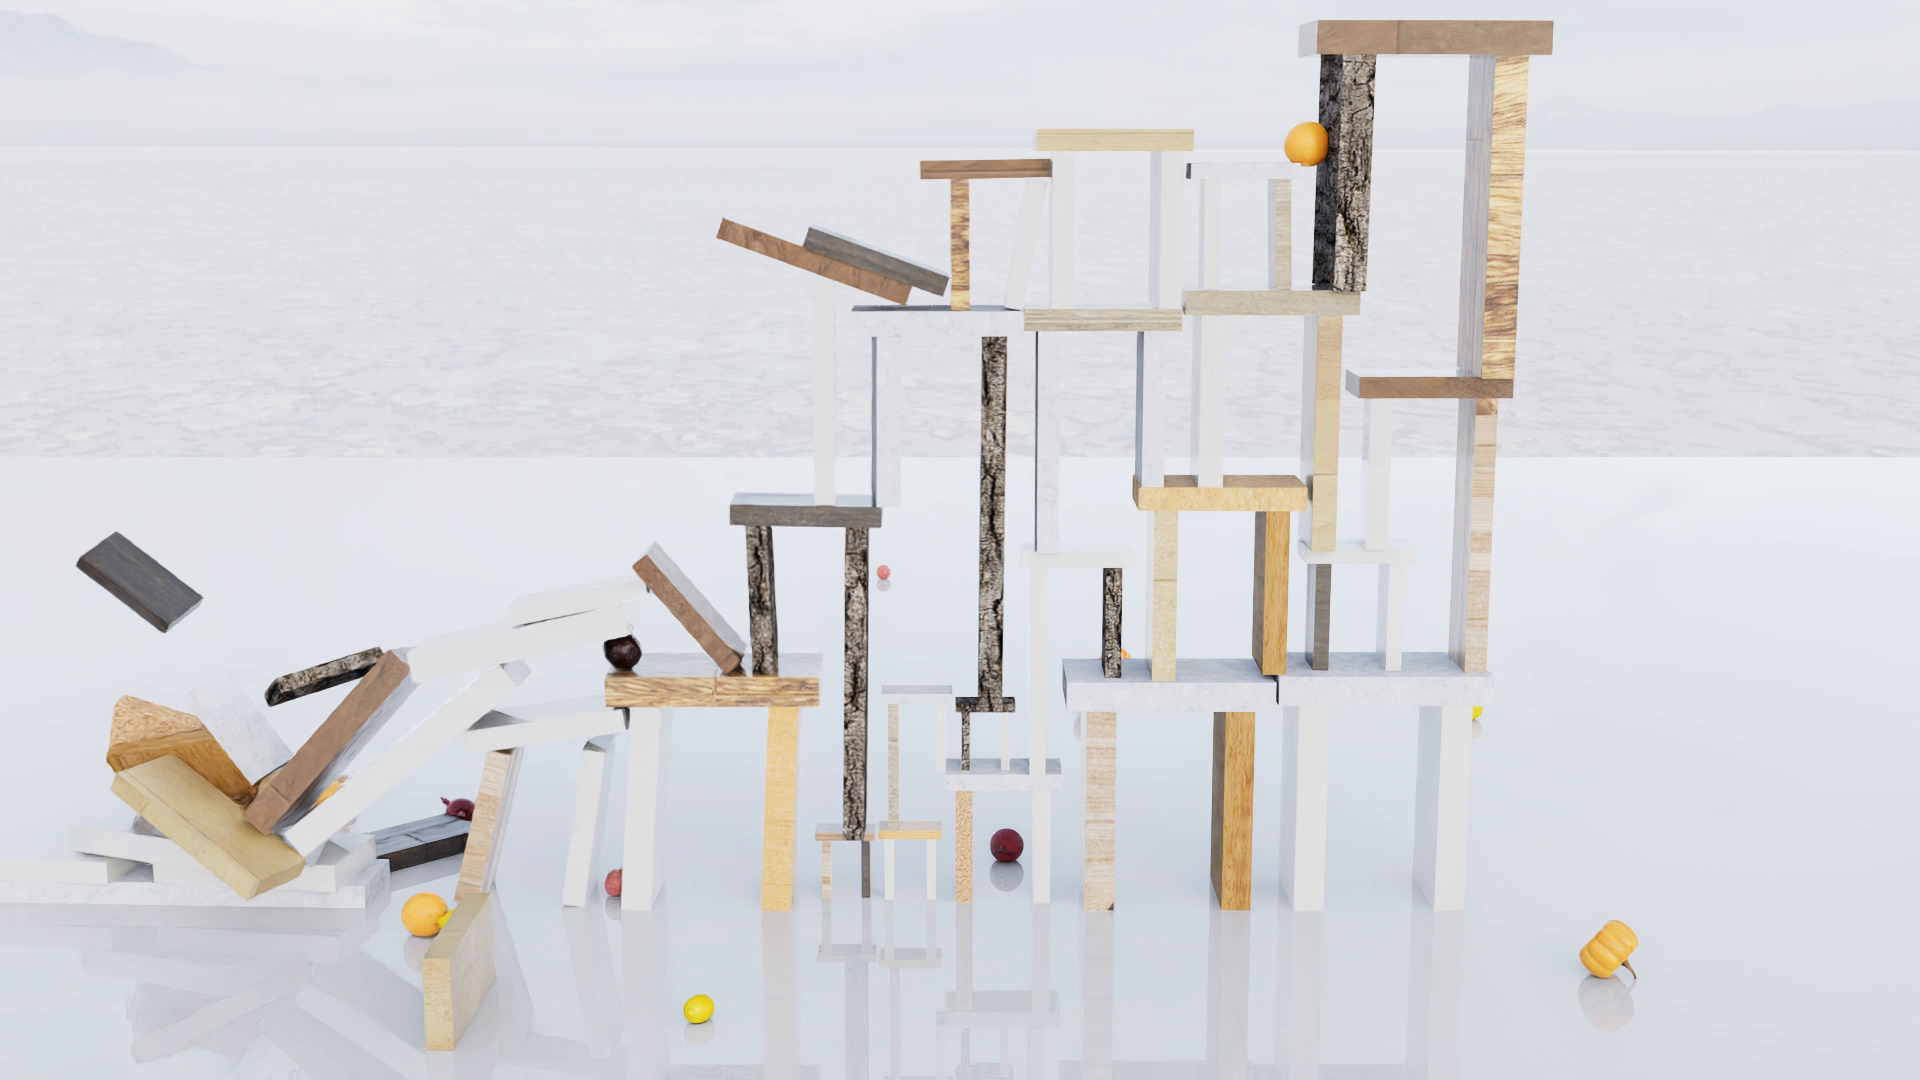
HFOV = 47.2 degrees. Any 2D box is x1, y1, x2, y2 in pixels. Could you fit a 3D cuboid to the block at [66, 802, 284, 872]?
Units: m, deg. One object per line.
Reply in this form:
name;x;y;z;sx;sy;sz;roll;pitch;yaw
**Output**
block;-1.300;0.487;3.647;0.316;0.045;0.158;4;12;22

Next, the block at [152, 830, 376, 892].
block;-1.155;0.530;3.659;0.316;0.045;0.158;1;11;9

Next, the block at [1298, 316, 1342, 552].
block;0.577;-0.178;3.528;0.039;0.375;0.136;0;11;0

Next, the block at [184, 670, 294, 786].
block;-1.179;0.307;3.598;0.026;0.181;0.090;-37;2;27

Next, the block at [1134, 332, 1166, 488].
block;0.305;-0.216;3.519;0.035;0.247;0.123;0;11;-1

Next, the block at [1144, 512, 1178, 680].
block;0.327;0.078;3.574;0.038;0.277;0.133;0;11;0

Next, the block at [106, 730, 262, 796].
block;-1.289;0.380;3.651;0.231;0.116;0.033;-10;30;17

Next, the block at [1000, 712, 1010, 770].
block;0.075;0.326;3.625;0.014;0.098;0.049;0;11;0

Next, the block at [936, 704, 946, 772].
block;-0.032;0.318;3.615;0.016;0.116;0.058;0;11;0

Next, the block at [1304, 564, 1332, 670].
block;0.583;0.117;3.585;0.025;0.176;0.088;0;11;0

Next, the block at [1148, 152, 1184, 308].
block;0.324;-0.490;3.466;0.034;0.242;0.121;-1;11;-3

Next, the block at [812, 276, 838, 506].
block;-0.216;-0.241;3.513;0.033;0.356;0.115;0;11;-1

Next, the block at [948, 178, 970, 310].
block;-0.002;-0.469;3.479;0.029;0.203;0.102;-1;11;-2

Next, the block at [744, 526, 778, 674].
block;-0.321;0.086;3.571;0.034;0.241;0.121;-2;11;-1

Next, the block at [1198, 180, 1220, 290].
block;0.394;-0.484;3.473;0.024;0.170;0.085;0;11;1

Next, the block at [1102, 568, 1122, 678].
block;0.247;0.125;3.579;0.026;0.182;0.091;0;11;0

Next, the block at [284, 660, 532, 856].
block;-0.901;0.345;3.610;0.439;0.050;0.175;-38;7;1

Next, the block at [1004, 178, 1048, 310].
block;0.102;-0.470;3.476;0.029;0.203;0.102;10;10;-3

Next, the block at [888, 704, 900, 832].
block;-0.109;0.367;3.624;0.016;0.216;0.058;0;11;0

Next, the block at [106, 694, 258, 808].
block;-1.298;0.354;3.690;0.248;0.124;0.035;17;27;-2

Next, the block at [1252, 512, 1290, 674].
block;0.505;0.073;3.573;0.038;0.266;0.133;0;11;0

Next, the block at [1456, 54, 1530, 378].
block;0.839;-0.511;3.472;0.051;0.494;0.179;0;11;0

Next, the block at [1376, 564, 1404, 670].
block;0.701;0.117;3.585;0.025;0.176;0.088;0;11;0

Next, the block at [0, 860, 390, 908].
block;-1.348;0.569;3.679;0.757;0.038;0.134;0;11;3

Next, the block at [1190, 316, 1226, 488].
block;0.396;-0.229;3.520;0.039;0.272;0.136;0;11;0

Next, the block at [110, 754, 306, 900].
block;-1.202;0.456;3.519;0.304;0.035;0.124;34;21;15

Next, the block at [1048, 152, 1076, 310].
block;0.160;-0.490;3.463;0.034;0.242;0.121;0;11;0

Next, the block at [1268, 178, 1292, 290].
block;0.505;-0.485;3.472;0.024;0.170;0.085;-2;11;0

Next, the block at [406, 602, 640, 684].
block;-0.709;0.158;3.593;0.351;0.050;0.176;-13;6;-1

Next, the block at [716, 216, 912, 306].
block;-0.227;-0.443;3.475;0.311;0.033;0.116;19;10;-5

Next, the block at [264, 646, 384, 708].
block;-1.051;0.226;3.638;0.181;0.026;0.090;-19;-9;-35

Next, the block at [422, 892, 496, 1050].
block;-0.719;0.616;3.161;0.038;0.134;0.268;0;11;0

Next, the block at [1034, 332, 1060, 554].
block;0.140;-0.163;3.528;0.035;0.353;0.123;0;11;0

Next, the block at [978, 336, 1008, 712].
block;0.051;-0.033;3.555;0.038;0.605;0.135;0;11;0

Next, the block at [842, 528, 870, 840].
block;-0.170;0.225;3.597;0.034;0.519;0.121;1;11;0

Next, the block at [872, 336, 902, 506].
block;-0.119;-0.198;3.527;0.038;0.270;0.135;-1;11;-6

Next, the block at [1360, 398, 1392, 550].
block;0.670;-0.114;3.543;0.034;0.243;0.122;1;11;5

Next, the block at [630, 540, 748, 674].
block;-0.438;0.109;3.569;0.033;0.230;0.115;-40;8;6

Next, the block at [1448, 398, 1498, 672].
block;0.830;-0.015;3.562;0.034;0.444;0.121;0;11;0

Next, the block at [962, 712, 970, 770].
block;0.009;0.326;3.625;0.014;0.098;0.049;0;11;0

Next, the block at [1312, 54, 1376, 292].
block;0.602;-0.577;3.457;0.051;0.358;0.179;0;11;-2

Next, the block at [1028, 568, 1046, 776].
block;0.126;0.206;3.594;0.026;0.345;0.091;0;11;0
